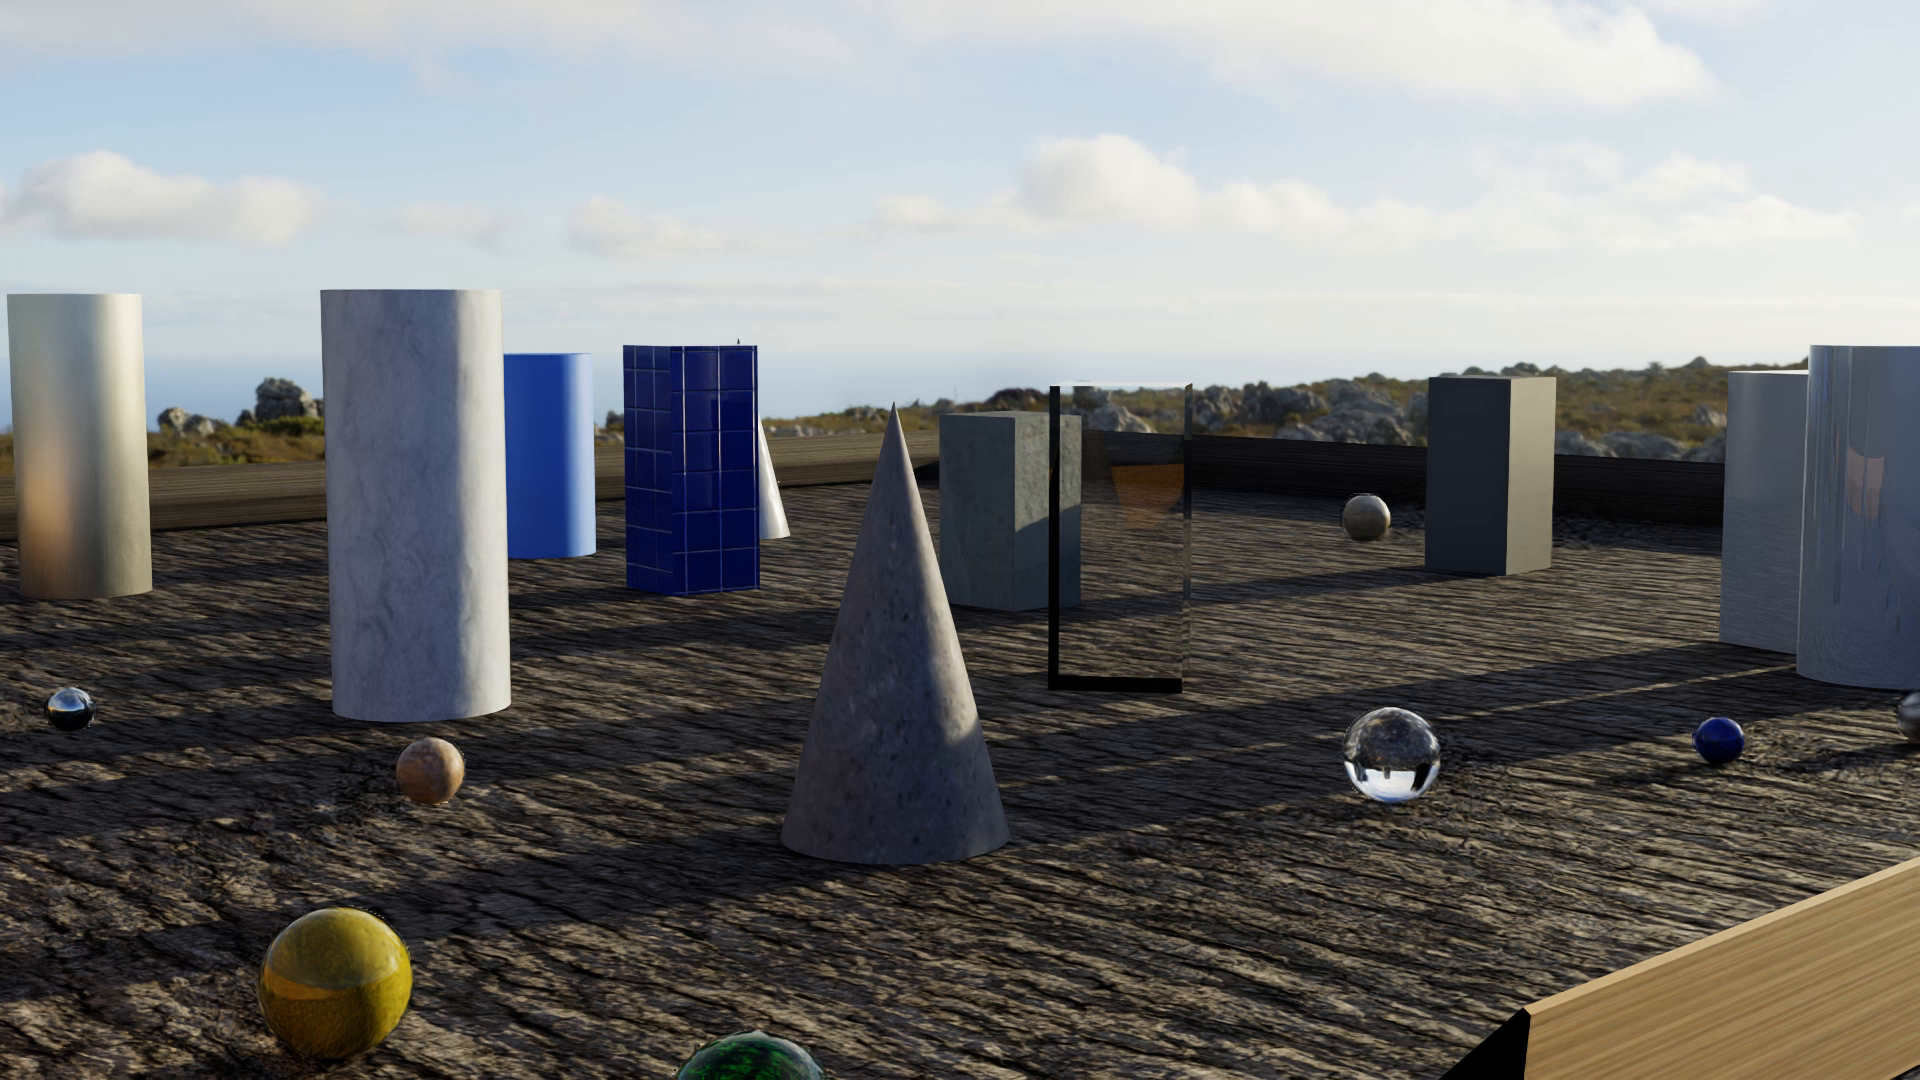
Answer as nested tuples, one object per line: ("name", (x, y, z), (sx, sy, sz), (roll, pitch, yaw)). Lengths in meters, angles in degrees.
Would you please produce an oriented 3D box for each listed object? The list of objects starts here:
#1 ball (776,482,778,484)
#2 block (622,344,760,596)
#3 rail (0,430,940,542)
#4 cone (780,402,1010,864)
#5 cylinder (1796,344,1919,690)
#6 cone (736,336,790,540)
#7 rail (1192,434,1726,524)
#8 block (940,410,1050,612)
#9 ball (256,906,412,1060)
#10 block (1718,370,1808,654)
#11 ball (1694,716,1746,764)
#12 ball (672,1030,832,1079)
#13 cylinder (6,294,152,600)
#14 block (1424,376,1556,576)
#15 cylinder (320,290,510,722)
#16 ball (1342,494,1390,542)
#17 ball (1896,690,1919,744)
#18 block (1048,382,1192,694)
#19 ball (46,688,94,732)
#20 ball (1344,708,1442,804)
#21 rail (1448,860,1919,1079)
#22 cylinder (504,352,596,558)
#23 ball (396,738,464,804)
("ball", (-0.449, -0.112, 4.944), (0.083, 0.083, 0.083), (0, 6, 0))
("block", (-0.429, -0.117, 3.515), (0.156, 0.389, 0.156), (-4, 7, -36))
("rail", (-1.269, -0.110, 4.699), (3.986, 0.127, 0.045), (-5, 8, -42))
("cone", (-0.055, 0.067, 1.850), (0.195, 0.370, 0.195), (0, 6, 0))
("cylinder", (1.125, -0.035, 2.664), (0.195, 0.402, 0.195), (0, 6, 0))
("cone", (-0.435, -0.206, 4.340), (0.195, 0.395, 0.195), (0, 6, 0))
("rail", (1.447, -0.106, 4.660), (0.045, 0.127, 3.789), (-5, 8, -42))
("block", (0.079, -0.048, 3.349), (0.156, 0.287, 0.156), (6, 8, 44))
("ball", (-0.373, 0.264, 1.313), (0.089, 0.089, 0.089), (0, 6, 0))
("block", (1.129, -0.041, 2.913), (0.156, 0.363, 0.156), (-3, 7, -28))
("ball", (0.746, 0.197, 2.160), (0.047, 0.047, 0.047), (0, 6, 0))
("ball", (-0.103, 0.288, 1.088), (0.089, 0.089, 0.089), (0, 6, 0))
("cylinder", (-1.385, -0.152, 3.464), (0.195, 0.469, 0.195), (0, 6, 0))
("block", (0.914, -0.116, 3.792), (0.156, 0.329, 0.156), (5, 8, 42))
("cylinder", (-0.606, -0.045, 2.456), (0.195, 0.466, 0.195), (0, 6, 0))
("ball", (0.782, -0.042, 4.230), (0.092, 0.092, 0.092), (0, 6, 0))
("ball", (0.992, 0.182, 2.257), (0.056, 0.056, 0.056), (0, 6, 0))
("block", (0.193, -0.008, 2.630), (0.156, 0.357, 0.156), (1, 6, 9))
("ball", (-0.942, 0.180, 2.329), (0.047, 0.047, 0.047), (0, 6, 0))
("ball", (0.391, 0.195, 1.989), (0.087, 0.087, 0.087), (0, 6, 0))
("rail", (1.269, 0.176, 1.964), (3.986, 0.127, 0.045), (-5, 8, -42))
("cylinder", (-0.769, -0.158, 4.027), (0.195, 0.364, 0.195), (0, 6, 0))
("ball", (-0.478, 0.209, 1.986), (0.060, 0.060, 0.060), (0, 6, 0))
